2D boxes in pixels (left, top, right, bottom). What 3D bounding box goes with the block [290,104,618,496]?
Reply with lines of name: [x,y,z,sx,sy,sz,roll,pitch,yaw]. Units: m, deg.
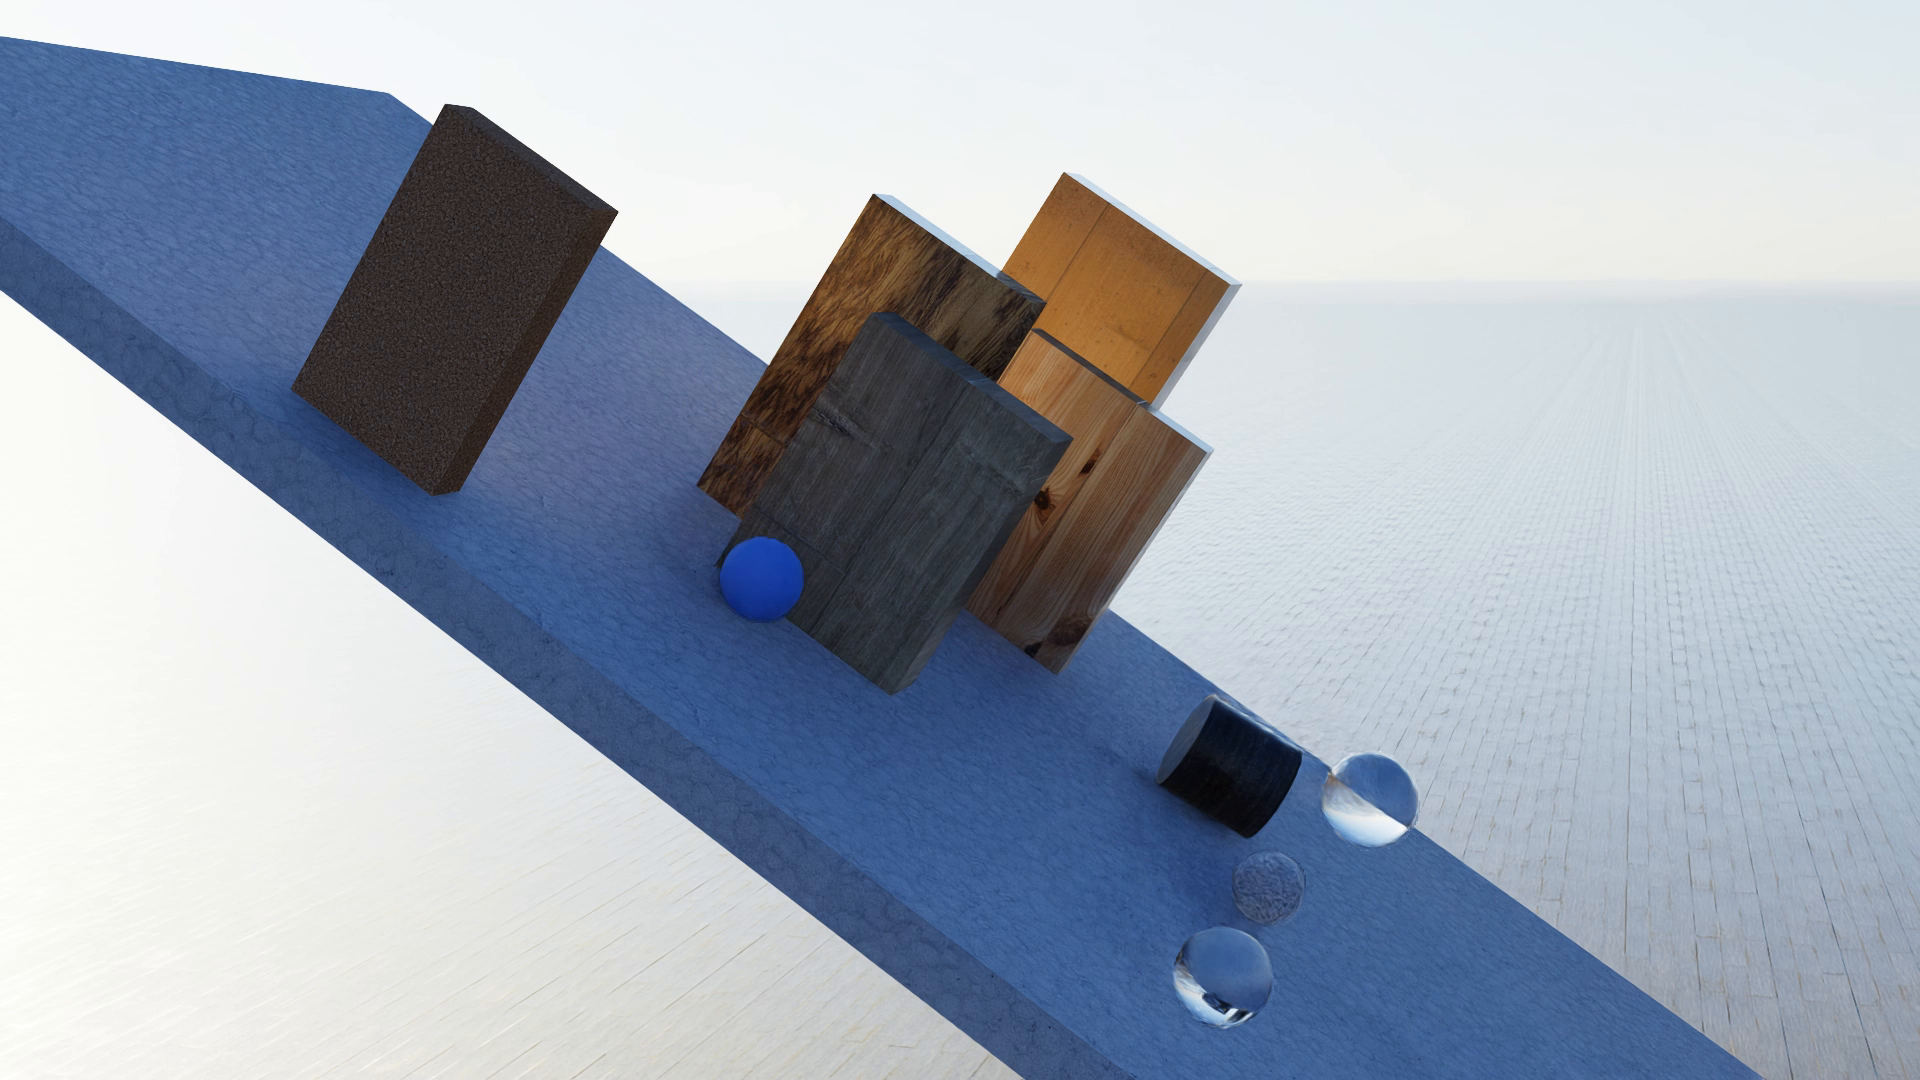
block: [-0.779,-0.365,3.373,0.291,0.517,0.083,36,15,10]

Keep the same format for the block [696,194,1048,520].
block: [-0.168,-0.266,4.054,0.356,0.644,0.106,36,15,10]

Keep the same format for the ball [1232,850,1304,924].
ball: [0.529,0.596,3.775,0.125,0.125,0.125,0,7,0]

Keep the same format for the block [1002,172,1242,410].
block: [0.200,-0.336,4.735,0.426,0.791,0.147,36,15,10]

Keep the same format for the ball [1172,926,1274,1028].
ball: [0.392,0.652,3.279,0.149,0.149,0.149,0,7,0]

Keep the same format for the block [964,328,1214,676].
block: [0.175,-0.077,4.360,0.424,0.538,0.082,36,15,10]

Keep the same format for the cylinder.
cylinder: [0.505,0.424,4.127,0.196,0.196,0.196,32,6,-3]

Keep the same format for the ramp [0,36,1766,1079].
ramp: [-0.123,0.208,4.098,4.000,0.100,2.000,36,15,10]

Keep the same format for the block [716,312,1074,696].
block: [-0.115,-0.064,3.763,0.384,0.523,0.123,36,15,10]

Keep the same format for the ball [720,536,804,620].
ball: [-0.330,0.065,3.665,0.140,0.140,0.140,0,7,0]

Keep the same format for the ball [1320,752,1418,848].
ball: [0.831,0.528,4.464,0.195,0.195,0.195,0,7,0]
